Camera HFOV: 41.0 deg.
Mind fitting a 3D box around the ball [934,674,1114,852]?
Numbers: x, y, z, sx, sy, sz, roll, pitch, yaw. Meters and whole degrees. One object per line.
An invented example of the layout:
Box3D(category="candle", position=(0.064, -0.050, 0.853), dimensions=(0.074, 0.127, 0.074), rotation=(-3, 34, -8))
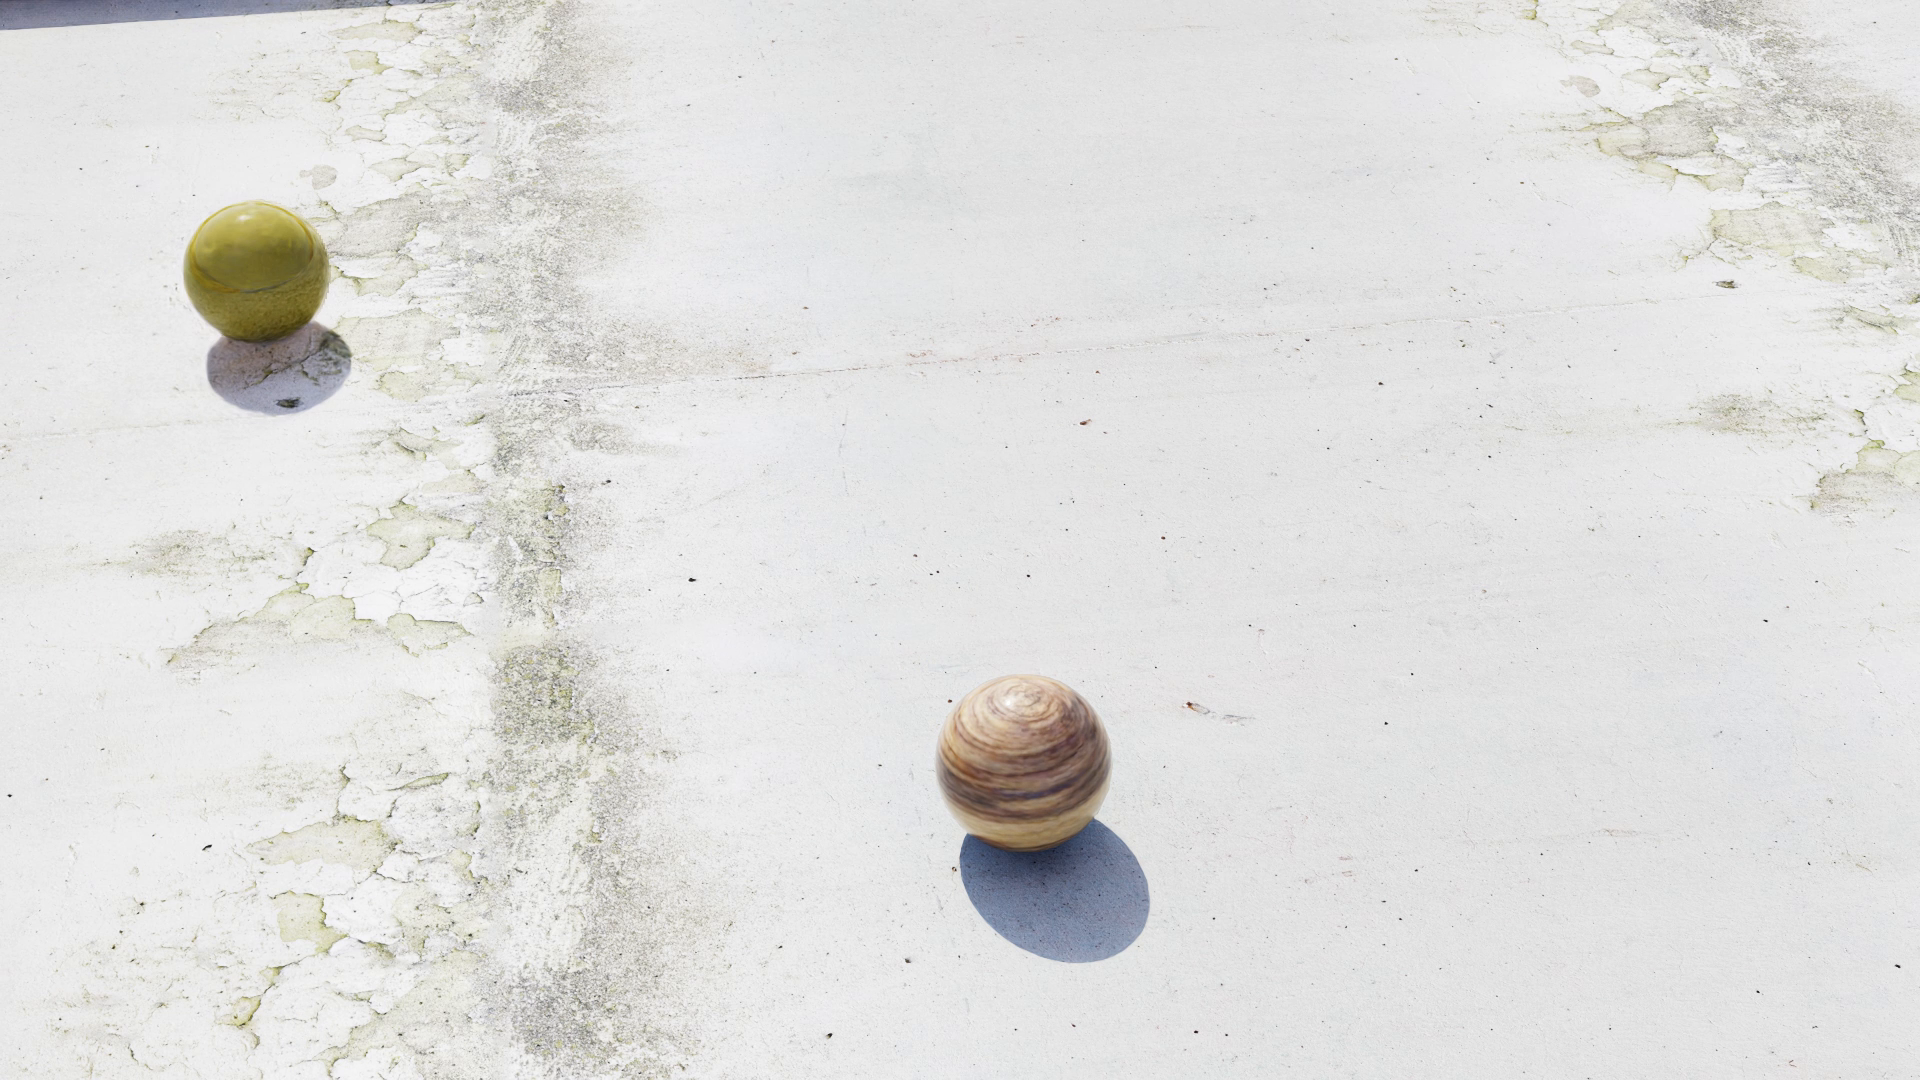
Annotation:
Box3D(category="ball", position=(0.033, 0.116, 1.339), dimensions=(0.093, 0.093, 0.093), rotation=(0, 36, 0))

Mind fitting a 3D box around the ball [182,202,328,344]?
Box3D(category="ball", position=(-0.477, -0.181, 1.739), dimensions=(0.096, 0.096, 0.096), rotation=(0, 36, 0))
